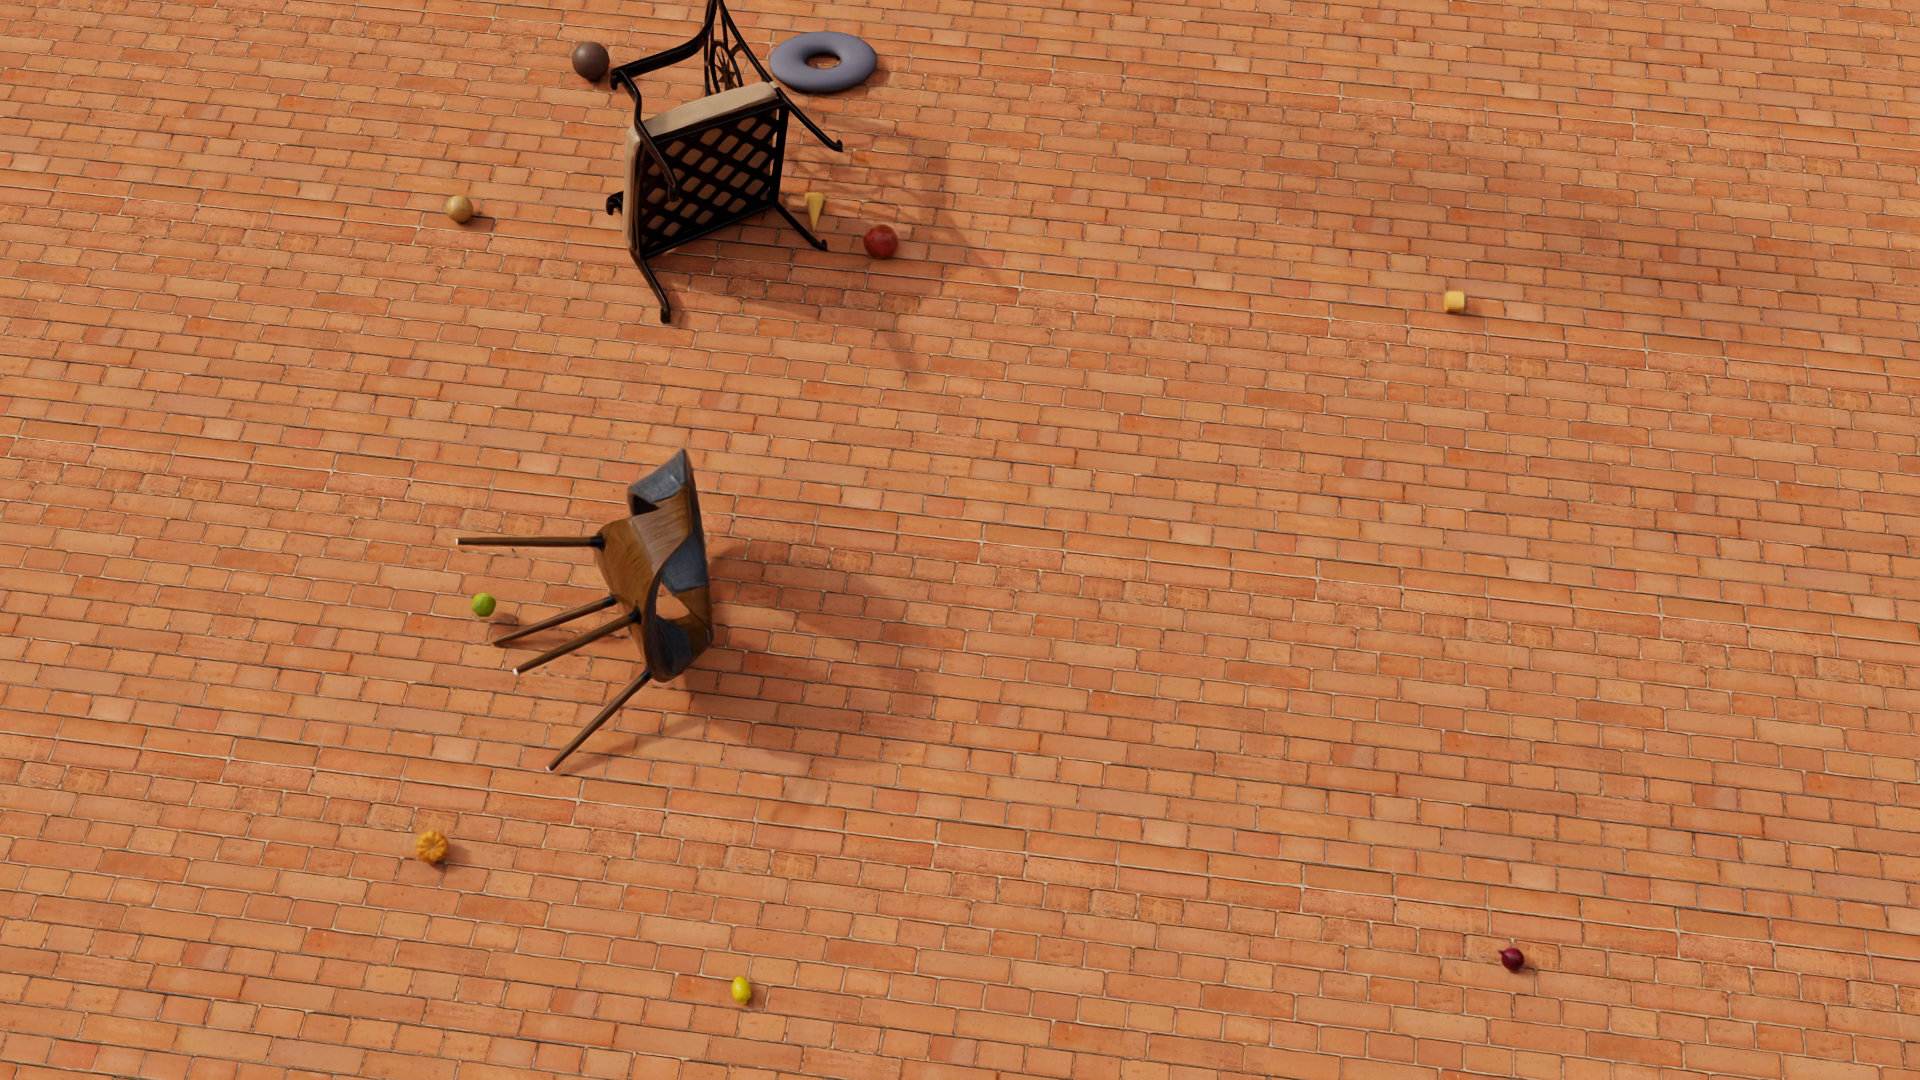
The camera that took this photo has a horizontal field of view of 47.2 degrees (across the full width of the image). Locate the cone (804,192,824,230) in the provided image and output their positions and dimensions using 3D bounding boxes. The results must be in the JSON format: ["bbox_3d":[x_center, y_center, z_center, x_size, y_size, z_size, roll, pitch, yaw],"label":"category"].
[{"bbox_3d":[-0.483,-1.077,7.277,0.065,0.067,0.134,-10,68,23],"label":"cone"}]

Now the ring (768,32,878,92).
[{"bbox_3d":[-0.477,-1.666,7.655,0.379,0.062,0.283,-3,56,-2],"label":"ring"}]

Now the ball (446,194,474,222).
[{"bbox_3d":[-1.651,-1.093,7.253,0.090,0.090,0.090,0,56,0],"label":"ball"}]
